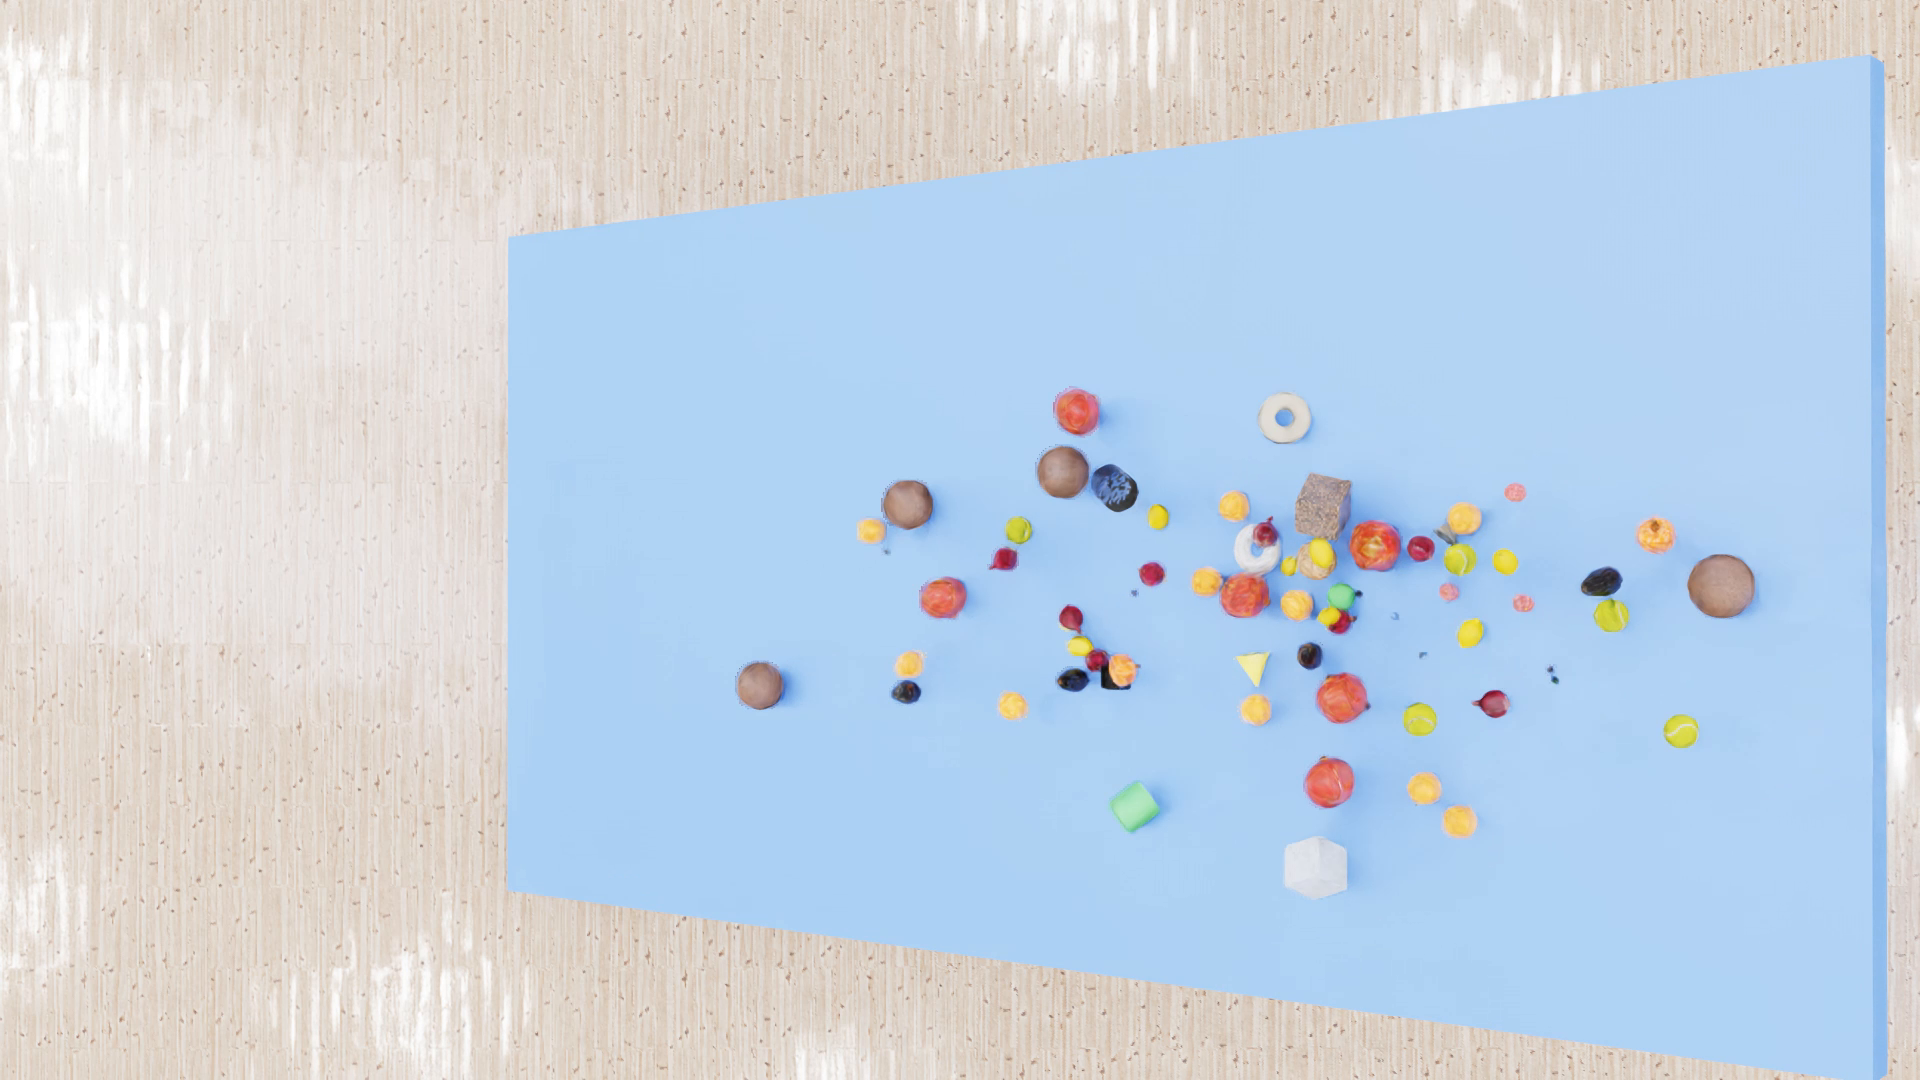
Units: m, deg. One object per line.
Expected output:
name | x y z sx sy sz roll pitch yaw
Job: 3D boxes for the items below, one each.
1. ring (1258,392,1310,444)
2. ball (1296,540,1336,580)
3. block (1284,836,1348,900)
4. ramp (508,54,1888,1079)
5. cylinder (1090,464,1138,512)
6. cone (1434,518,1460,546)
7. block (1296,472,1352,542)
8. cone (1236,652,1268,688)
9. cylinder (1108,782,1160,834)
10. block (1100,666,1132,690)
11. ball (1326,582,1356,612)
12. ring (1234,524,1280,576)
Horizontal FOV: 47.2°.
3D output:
ring | 0.741 -0.279 5.029 0.122 0.041 0.122 -2 82 12
ball | 0.801 0.045 4.938 0.090 0.090 0.090 0 90 0
block | 0.796 0.731 4.910 0.096 0.096 0.096 28 53 -31
ramp | 0.224 0.064 5.541 4.000 0.100 2.000 0 90 38
cylinder | 0.359 -0.121 5.124 0.090 0.090 0.090 -4 108 -12
cone | 1.074 -0.028 4.795 0.059 0.059 0.059 38 84 0
block | 0.809 -0.074 4.895 0.098 0.098 0.098 14 47 21
cone | 0.679 0.302 5.065 0.080 0.080 0.080 -9 90 0
cylinder | 0.415 0.637 5.236 0.091 0.091 0.091 -36 90 -3
block | 0.377 0.333 5.322 0.053 0.053 0.053 2 91 38
ball | 0.857 0.128 4.944 0.063 0.063 0.063 0 90 0
ring | 0.689 0.021 5.091 0.121 0.040 0.121 0 90 39
